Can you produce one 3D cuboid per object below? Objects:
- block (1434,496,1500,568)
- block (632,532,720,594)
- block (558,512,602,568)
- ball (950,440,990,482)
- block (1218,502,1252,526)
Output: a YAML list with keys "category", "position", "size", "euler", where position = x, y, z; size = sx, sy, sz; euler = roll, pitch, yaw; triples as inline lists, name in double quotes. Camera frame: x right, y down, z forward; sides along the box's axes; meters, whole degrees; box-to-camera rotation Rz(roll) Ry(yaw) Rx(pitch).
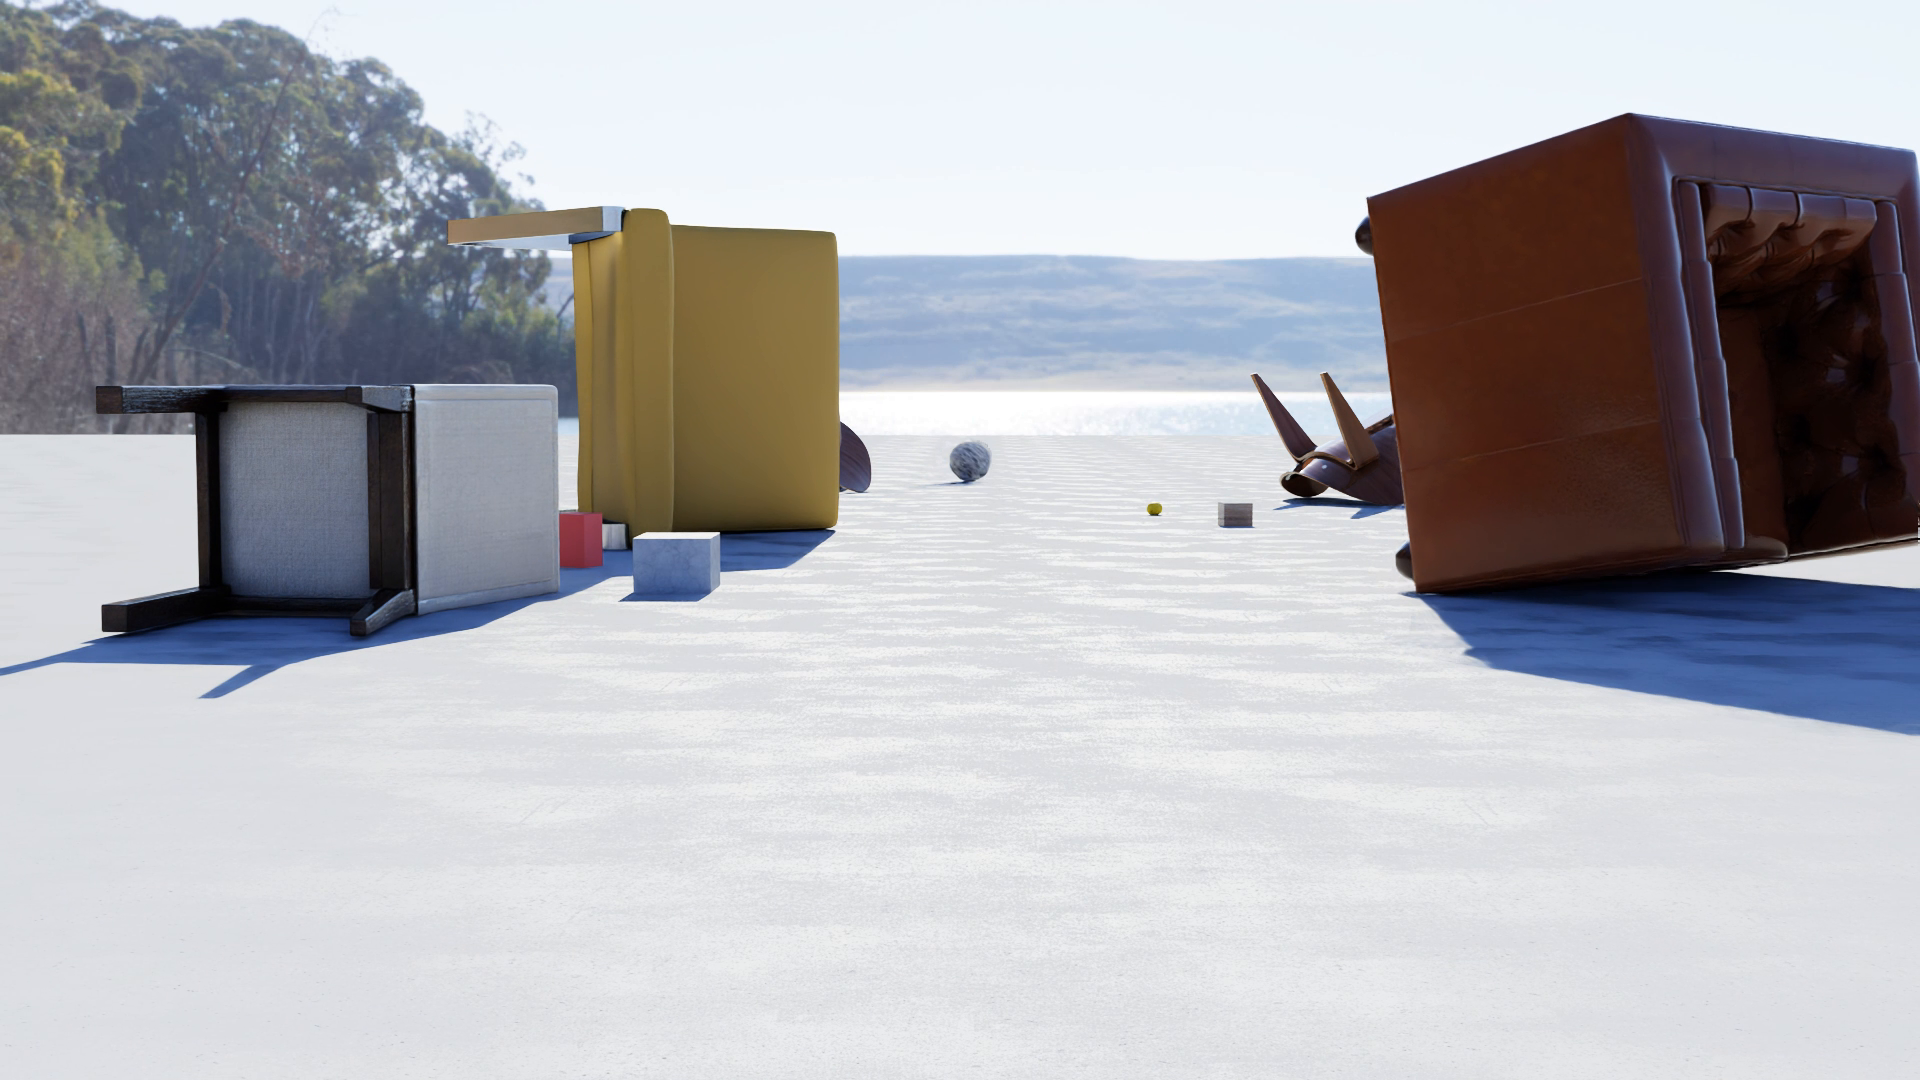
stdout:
- category: "block"
  position: [1.286, -0.019, 5.577]
  size: [0.102, 0.172, 0.144]
  euler: [4, 5, 44]
- category: "block"
  position: [-0.633, 0.050, 4.929]
  size: [0.170, 0.121, 0.195]
  euler: [0, 4, 0]
- category: "block"
  position: [-0.962, 0.000, 5.572]
  size: [0.079, 0.134, 0.077]
  euler: [2, 4, 27]
- category: "ball"
  position: [0.049, -0.384, 10.674]
  size: [0.200, 0.200, 0.200]
  euler: [0, 4, 0]
- category: "block"
  position: [0.905, -0.085, 7.233]
  size: [0.097, 0.076, 0.074]
  euler: [-1, 4, -9]
